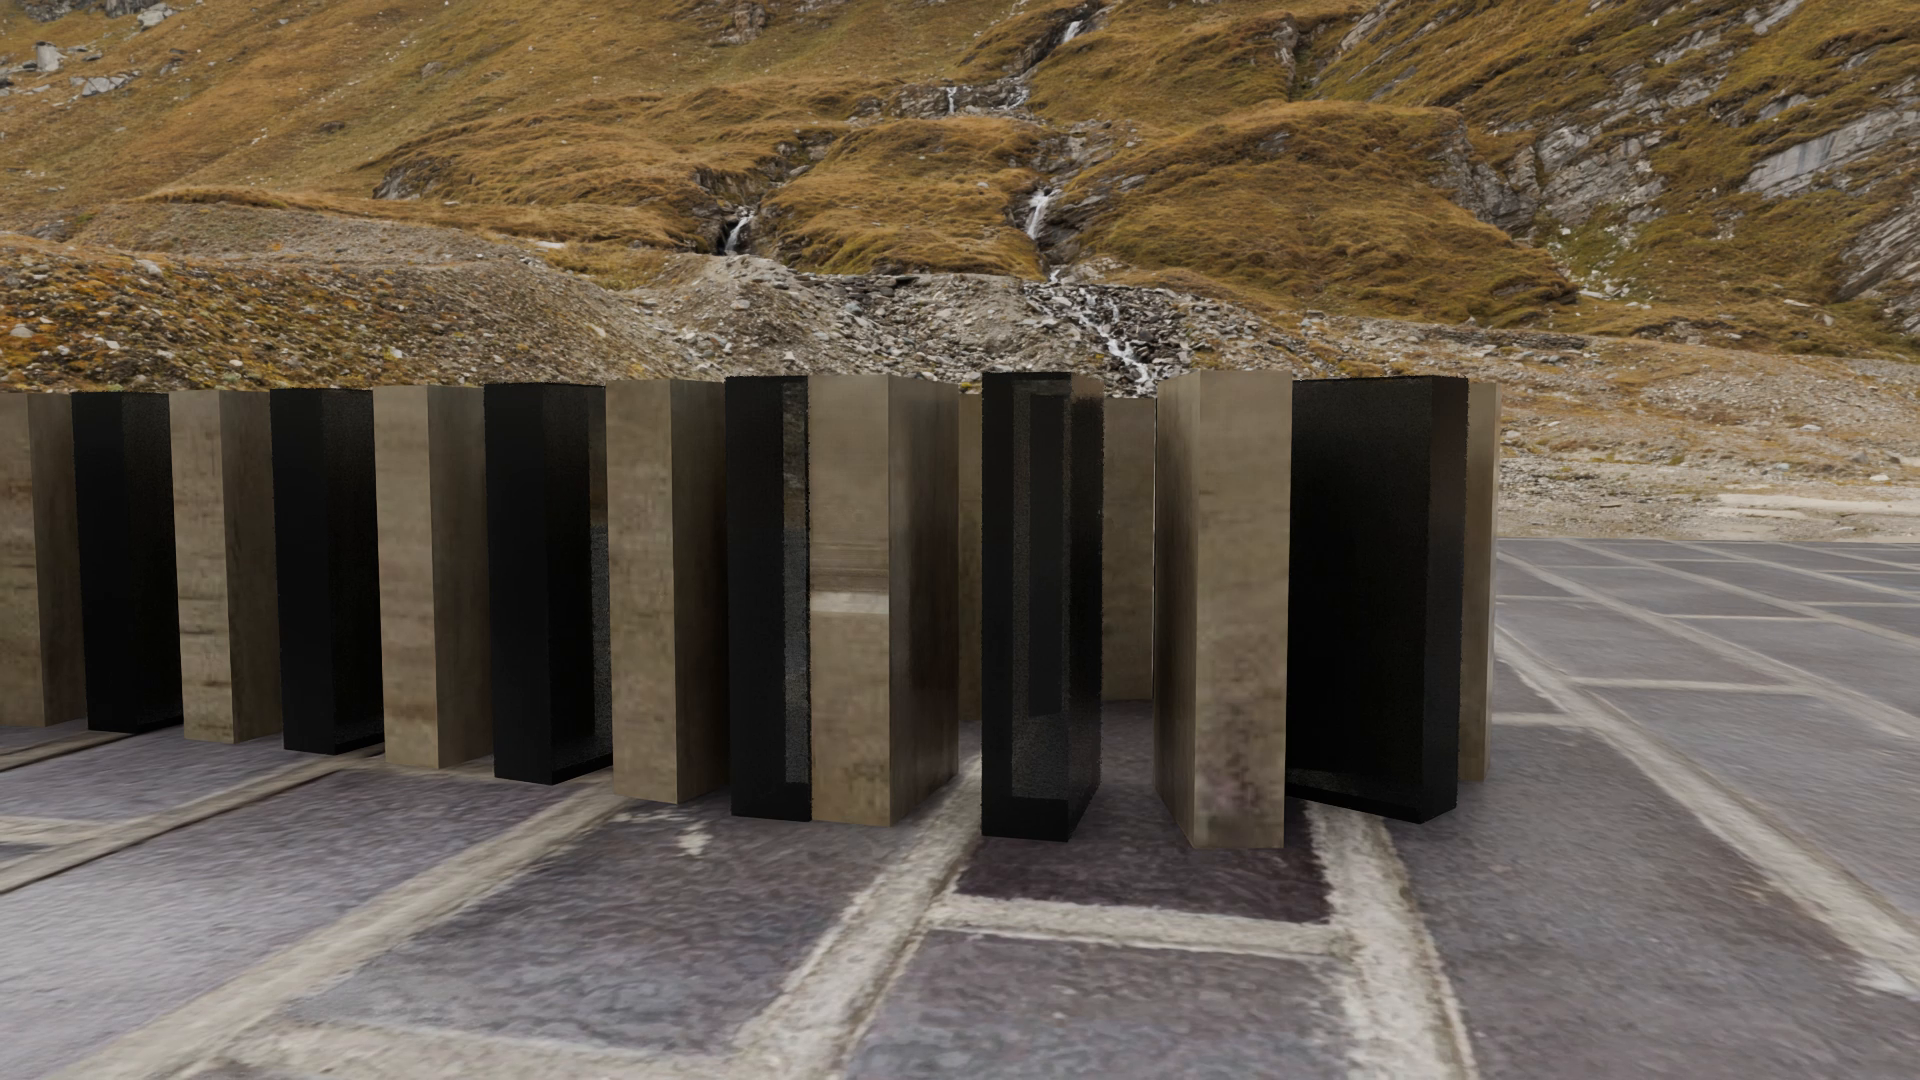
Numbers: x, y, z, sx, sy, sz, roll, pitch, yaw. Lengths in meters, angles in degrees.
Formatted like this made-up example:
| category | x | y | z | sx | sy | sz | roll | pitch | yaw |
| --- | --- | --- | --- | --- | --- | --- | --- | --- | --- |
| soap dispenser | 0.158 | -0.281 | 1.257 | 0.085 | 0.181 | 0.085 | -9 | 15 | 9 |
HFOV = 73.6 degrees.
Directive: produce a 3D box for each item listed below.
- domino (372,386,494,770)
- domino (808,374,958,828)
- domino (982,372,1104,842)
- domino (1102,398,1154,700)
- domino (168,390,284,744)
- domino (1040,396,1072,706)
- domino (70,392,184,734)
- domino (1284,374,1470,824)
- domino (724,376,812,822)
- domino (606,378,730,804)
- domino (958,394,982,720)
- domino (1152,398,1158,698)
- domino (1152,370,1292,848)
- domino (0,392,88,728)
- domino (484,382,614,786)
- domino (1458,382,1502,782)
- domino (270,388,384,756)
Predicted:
| category | x | y | z | sx | sy | sz | roll | pitch | yaw |
| --- | --- | --- | --- | --- | --- | --- | --- | --- | --- |
| domino | -0.067 | 0.004 | 0.179 | 0.010 | 0.050 | 0.025 | 2 | 5 | 24 |
| domino | -0.009 | 0.006 | 0.154 | 0.009 | 0.050 | 0.025 | 1 | 5 | 18 |
| domino | 0.010 | 0.006 | 0.149 | 0.009 | 0.050 | 0.025 | 1 | 4 | 14 |
| domino | 0.025 | 0.001 | 0.224 | 0.009 | 0.050 | 0.025 | -1 | 4 | -9 |
| domino | -0.103 | 0.003 | 0.194 | 0.009 | 0.050 | 0.025 | 2 | 5 | 20 |
| domino | 0.007 | 0.001 | 0.218 | 0.009 | 0.050 | 0.025 | -3 | 5 | -34 |
| domino | -0.122 | 0.003 | 0.200 | 0.010 | 0.050 | 0.025 | 1 | 4 | 17 |
| domino | 0.046 | 0.006 | 0.154 | 0.025 | 0.050 | 0.009 | 4 | 6 | 44 |
| domino | -0.018 | 0.006 | 0.156 | 0.009 | 0.050 | 0.025 | 1 | 4 | 16 |
| domino | -0.032 | 0.005 | 0.163 | 0.009 | 0.050 | 0.025 | 2 | 5 | 25 |
| domino | 0.000 | 0.003 | 0.200 | 0.025 | 0.050 | 0.009 | 0 | 4 | 3 |
| domino | 0.044 | 0.001 | 0.220 | 0.009 | 0.050 | 0.025 | 3 | 5 | 37 |
| domino | 0.029 | 0.007 | 0.146 | 0.010 | 0.050 | 0.025 | 0 | 4 | -1 |
| domino | -0.140 | 0.002 | 0.204 | 0.009 | 0.050 | 0.025 | 1 | 4 | 9 |
| domino | -0.050 | 0.005 | 0.171 | 0.010 | 0.050 | 0.025 | 2 | 5 | 25 |
| domino | 0.057 | 0.005 | 0.170 | 0.025 | 0.050 | 0.009 | 2 | 5 | 27 |
| domino | -0.085 | 0.004 | 0.187 | 0.010 | 0.050 | 0.025 | 2 | 5 | 22 |
